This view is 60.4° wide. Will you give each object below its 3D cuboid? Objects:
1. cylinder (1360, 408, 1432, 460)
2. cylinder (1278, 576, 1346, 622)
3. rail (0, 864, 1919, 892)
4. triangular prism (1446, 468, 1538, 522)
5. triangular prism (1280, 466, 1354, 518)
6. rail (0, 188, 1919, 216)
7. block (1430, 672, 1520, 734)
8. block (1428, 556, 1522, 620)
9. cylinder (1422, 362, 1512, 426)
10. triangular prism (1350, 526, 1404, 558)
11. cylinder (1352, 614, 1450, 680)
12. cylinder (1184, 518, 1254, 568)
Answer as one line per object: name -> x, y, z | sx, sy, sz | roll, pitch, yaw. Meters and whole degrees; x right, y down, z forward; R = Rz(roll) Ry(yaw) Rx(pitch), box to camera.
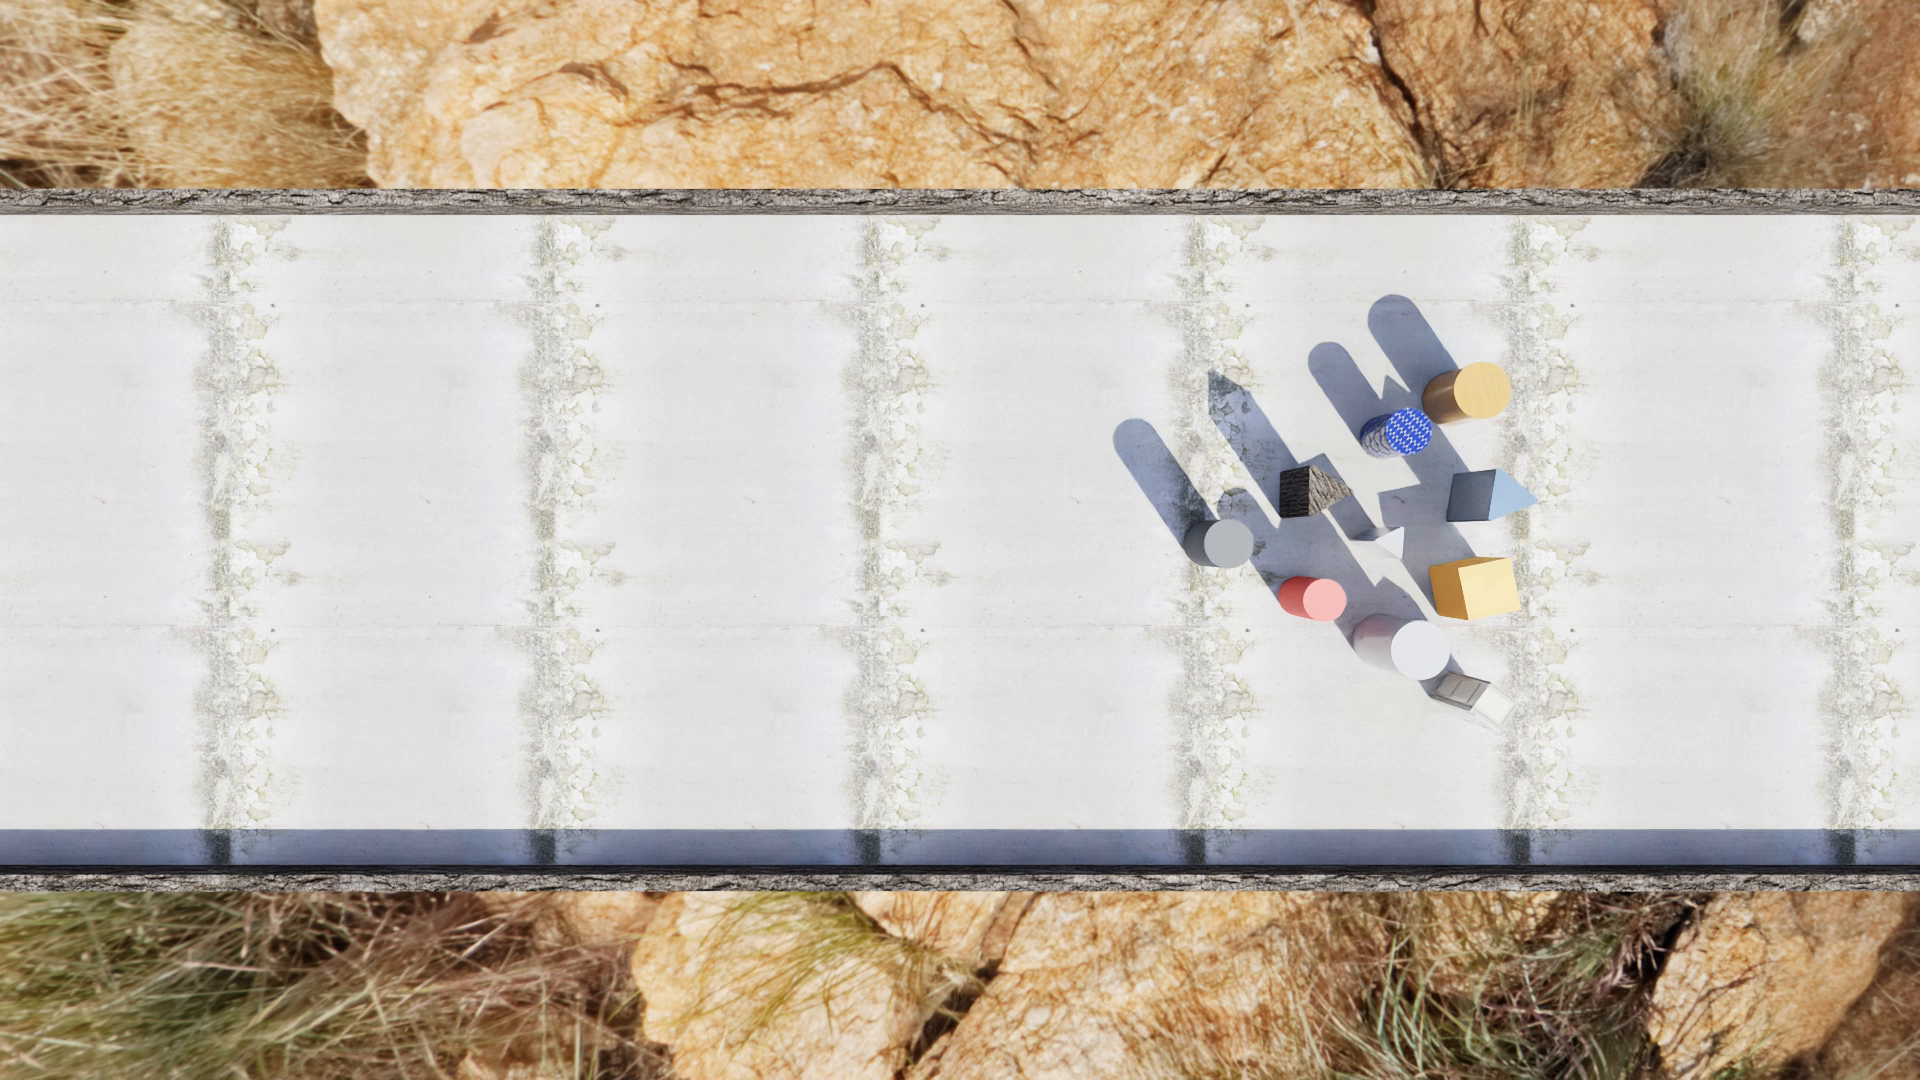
cylinder -> 1.296, -0.314, 4.920 | 0.133, 0.313, 0.133 | 0, 90, 0
cylinder -> 1.041, 0.172, 4.892 | 0.123, 0.369, 0.123 | 0, 90, 0
rail -> -2.247, 1.025, 5.001 | 12.000, 0.150, 0.050 | 0, 90, 0
triangular prism -> 1.545, -0.144, 4.872 | 0.150, 0.410, 0.130 | -21, 90, 0
triangular prism -> 1.019, -0.156, 4.862 | 0.142, 0.429, 0.123 | -29, 90, 0
rail -> -2.247, -1.025, 5.002 | 12.000, 0.150, 0.050 | 0, 90, 0
block -> 1.519, 0.476, 4.877 | 0.104, 0.398, 0.104 | 36, 90, 0
block -> 1.532, 0.142, 4.923 | 0.154, 0.308, 0.154 | -12, 90, 0
cylinder -> 1.504, -0.431, 4.912 | 0.165, 0.329, 0.165 | 0, 90, 0
triangular prism -> 1.259, -0.005, 4.921 | 0.091, 0.312, 0.079 | 35, 90, 0
cylinder -> 1.291, 0.309, 4.851 | 0.166, 0.451, 0.166 | 0, 90, 0
cylinder -> 0.758, 0.011, 4.863 | 0.140, 0.427, 0.140 | 0, 90, 0
